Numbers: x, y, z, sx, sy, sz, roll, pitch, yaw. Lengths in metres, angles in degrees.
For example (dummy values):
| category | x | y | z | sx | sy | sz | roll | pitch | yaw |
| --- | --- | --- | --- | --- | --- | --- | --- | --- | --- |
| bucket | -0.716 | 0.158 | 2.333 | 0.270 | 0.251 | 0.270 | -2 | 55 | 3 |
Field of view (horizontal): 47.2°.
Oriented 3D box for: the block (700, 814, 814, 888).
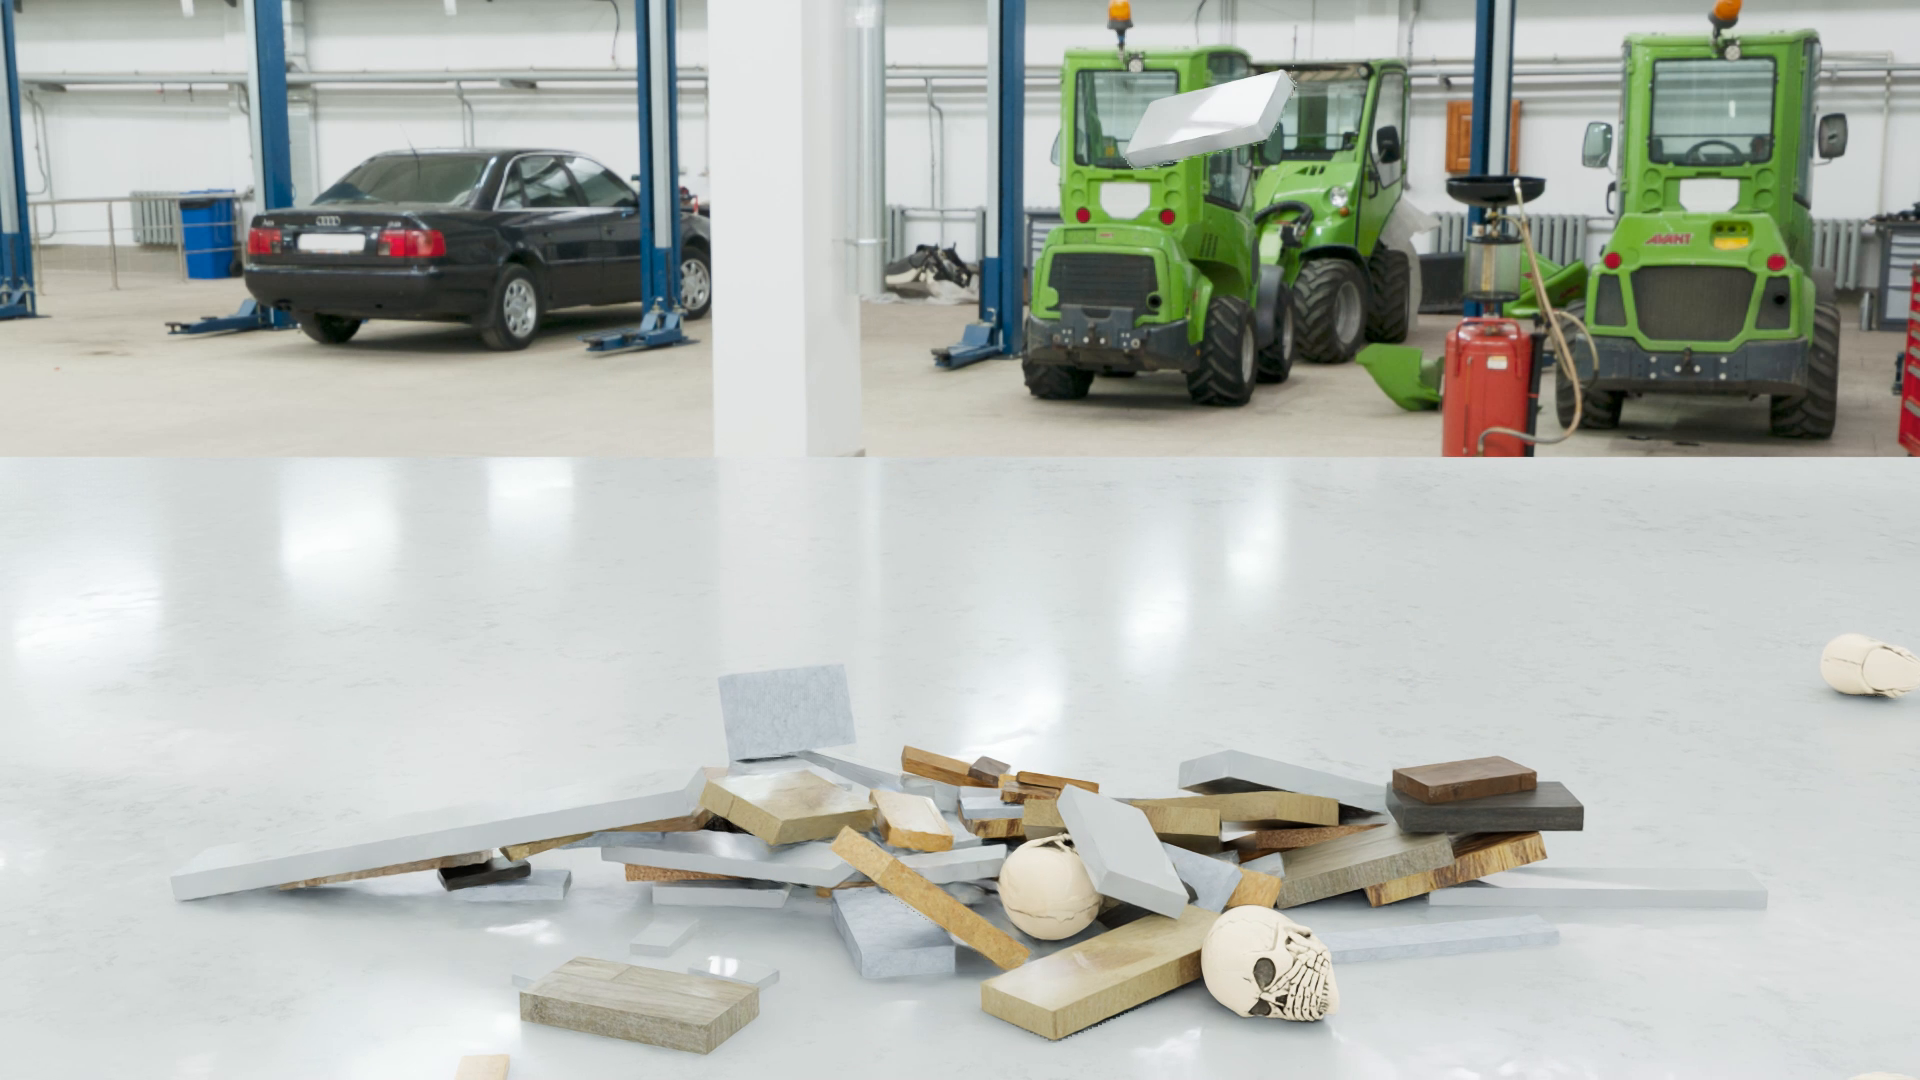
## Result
| category | x | y | z | sx | sy | sz | roll | pitch | yaw |
| --- | --- | --- | --- | --- | --- | --- | --- | --- | --- |
| block | -0.352 | 0.521 | 3.743 | 0.215 | 0.108 | 0.030 | 4 | 10 | 22 |

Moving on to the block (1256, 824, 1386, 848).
| category | x | y | z | sx | sy | sz | roll | pitch | yaw |
| --- | --- | --- | --- | --- | --- | --- | --- | --- | --- |
| block | 0.630 | 0.515 | 3.825 | 0.214 | 0.030 | 0.107 | 3 | -10 | -37 |

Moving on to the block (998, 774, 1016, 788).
| category | x | y | z | sx | sy | sz | roll | pitch | yaw |
| --- | --- | --- | --- | --- | --- | --- | --- | --- | --- |
| block | 0.143 | 0.461 | 4.134 | 0.093 | 0.026 | 0.185 | 3 | -7 | 18 |

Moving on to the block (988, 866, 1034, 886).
| category | x | y | z | sx | sy | sz | roll | pitch | yaw |
| --- | --- | --- | --- | --- | --- | --- | --- | --- | --- |
| block | 0.059 | 0.554 | 3.684 | 0.072 | 0.020 | 0.143 | 11 | -4 | -24 |

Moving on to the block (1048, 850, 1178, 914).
| category | x | y | z | sx | sy | sz | roll | pitch | yaw |
| --- | --- | --- | --- | --- | --- | --- | --- | --- | --- |
| block | 0.249 | 0.564 | 3.584 | 0.192 | 0.027 | 0.096 | 4 | 50 | 20 |

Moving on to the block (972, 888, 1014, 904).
| category | x | y | z | sx | sy | sz | roll | pitch | yaw |
| --- | --- | --- | --- | --- | --- | --- | --- | --- | --- |
| block | 0.035 | 0.587 | 3.647 | 0.101 | 0.014 | 0.050 | -2 | 11 | -9 |

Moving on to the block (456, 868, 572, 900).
| category | x | y | z | sx | sy | sz | roll | pitch | yaw |
| --- | --- | --- | --- | --- | --- | --- | --- | --- | --- |
| block | -0.745 | 0.576 | 3.676 | 0.176 | 0.025 | 0.088 | 0 | 11 | -1 |

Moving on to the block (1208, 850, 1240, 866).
| category | x | y | z | sx | sy | sz | roll | pitch | yaw |
| --- | --- | --- | --- | --- | --- | --- | --- | --- | --- |
| block | 0.394 | 0.552 | 3.693 | 0.143 | 0.020 | 0.072 | -14 | 2 | 16 |

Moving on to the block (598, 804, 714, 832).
| category | x | y | z | sx | sy | sz | roll | pitch | yaw |
| --- | --- | --- | --- | --- | --- | --- | --- | --- | --- |
| block | -0.507 | 0.459 | 3.662 | 0.176 | 0.025 | 0.088 | -1 | 12 | 14 |

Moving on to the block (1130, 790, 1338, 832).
| category | x | y | z | sx | sy | sz | roll | pitch | yaw |
| --- | --- | --- | --- | --- | --- | --- | --- | --- | --- |
| block | 0.472 | 0.474 | 3.810 | 0.165 | 0.047 | 0.329 | 12 | -16 | -41 |

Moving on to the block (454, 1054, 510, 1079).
| category | x | y | z | sx | sy | sz | roll | pitch | yaw |
| --- | --- | --- | --- | --- | --- | --- | --- | --- | --- |
| block | -0.638 | 0.719 | 2.924 | 0.064 | 0.018 | 0.128 | -1 | 11 | -5 |

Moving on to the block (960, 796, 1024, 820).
| category | x | y | z | sx | sy | sz | roll | pitch | yaw |
| --- | --- | --- | --- | --- | --- | --- | --- | --- | --- |
| block | 0.071 | 0.474 | 3.900 | 0.134 | 0.019 | 0.067 | -1 | 11 | -5 |

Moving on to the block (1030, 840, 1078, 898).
| category | x | y | z | sx | sy | sz | roll | pitch | yaw |
| --- | --- | --- | --- | --- | --- | --- | --- | --- | --- |
| block | 0.221 | 0.554 | 3.641 | 0.192 | 0.027 | 0.096 | 4 | 50 | 20 |

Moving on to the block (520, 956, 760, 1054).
| category | x | y | z | sx | sy | sz | roll | pitch | yaw |
| --- | --- | --- | --- | --- | --- | --- | --- | --- | --- |
| block | -0.459 | 0.664 | 3.151 | 0.305 | 0.043 | 0.153 | 5 | 11 | 23 |

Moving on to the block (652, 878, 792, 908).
| category | x | y | z | sx | sy | sz | roll | pitch | yaw |
| --- | --- | --- | --- | --- | --- | --- | --- | --- | --- |
| block | -0.394 | 0.576 | 3.658 | 0.215 | 0.030 | 0.108 | 1 | 11 | 5 |

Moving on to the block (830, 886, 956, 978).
| category | x | y | z | sx | sy | sz | roll | pitch | yaw |
| --- | --- | --- | --- | --- | --- | --- | --- | --- | --- |
| block | -0.109 | 0.610 | 3.450 | 0.143 | 0.041 | 0.286 | -2 | 11 | -12 |

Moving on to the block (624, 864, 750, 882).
| category | x | y | z | sx | sy | sz | roll | pitch | yaw |
| --- | --- | --- | --- | --- | --- | --- | --- | --- | --- |
| block | -0.440 | 0.535 | 3.678 | 0.215 | 0.030 | 0.108 | -3 | 12 | 11 |

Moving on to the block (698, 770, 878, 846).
| category | x | y | z | sx | sy | sz | roll | pitch | yaw |
| --- | --- | --- | --- | --- | --- | --- | --- | --- | --- |
| block | -0.280 | 0.440 | 3.636 | 0.154 | 0.044 | 0.308 | 24 | 9 | 26 |

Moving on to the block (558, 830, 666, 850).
| category | x | y | z | sx | sy | sz | roll | pitch | yaw |
| --- | --- | --- | --- | --- | --- | --- | --- | --- | --- |
| block | -0.581 | 0.486 | 3.690 | 0.176 | 0.025 | 0.088 | -5 | 12 | 2 |

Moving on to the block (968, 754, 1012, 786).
| category | x | y | z | sx | sy | sz | roll | pitch | yaw |
| --- | --- | --- | --- | --- | --- | --- | --- | --- | --- |
| block | 0.058 | 0.444 | 4.238 | 0.063 | 0.018 | 0.126 | 19 | 9 | 9 |

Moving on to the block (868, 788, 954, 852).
| category | x | y | z | sx | sy | sz | roll | pitch | yaw |
| --- | --- | --- | --- | --- | --- | --- | --- | --- | --- |
| block | -0.087 | 0.481 | 3.769 | 0.109 | 0.031 | 0.219 | 10 | 9 | -13 |

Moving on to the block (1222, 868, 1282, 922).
| category | x | y | z | sx | sy | sz | roll | pitch | yaw |
| --- | --- | --- | --- | --- | --- | --- | --- | --- | --- |
| block | 0.446 | 0.570 | 3.588 | 0.143 | 0.020 | 0.072 | 9 | 57 | 33 |

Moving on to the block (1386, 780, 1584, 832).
| category | x | y | z | sx | sy | sz | roll | pitch | yaw |
| --- | --- | --- | --- | --- | --- | --- | --- | --- | --- |
| block | 0.870 | 0.443 | 3.659 | 0.294 | 0.042 | 0.147 | 0 | 10 | 0 |

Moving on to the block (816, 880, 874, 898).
| category | x | y | z | sx | sy | sz | roll | pitch | yaw |
| --- | --- | --- | --- | --- | --- | --- | --- | --- | --- |
| block | -0.191 | 0.583 | 3.669 | 0.095 | 0.013 | 0.047 | 0 | 11 | 1 |

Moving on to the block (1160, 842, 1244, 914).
| category | x | y | z | sx | sy | sz | roll | pitch | yaw |
| --- | --- | --- | --- | --- | --- | --- | --- | --- | --- |
| block | 0.363 | 0.558 | 3.610 | 0.192 | 0.027 | 0.096 | 12 | 58 | 47 |

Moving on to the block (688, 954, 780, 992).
| category | x | y | z | sx | sy | sz | roll | pitch | yaw |
| --- | --- | --- | --- | --- | --- | --- | --- | --- | --- |
| block | -0.339 | 0.651 | 3.295 | 0.124 | 0.018 | 0.062 | 6 | 12 | 30 |

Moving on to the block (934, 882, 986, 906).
| category | x | y | z | sx | sy | sz | roll | pitch | yaw |
| --- | --- | --- | --- | --- | --- | --- | --- | --- | --- |
| block | -0.015 | 0.577 | 3.620 | 0.101 | 0.014 | 0.050 | 7 | 13 | 32 |

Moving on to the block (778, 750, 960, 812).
| category | x | y | z | sx | sy | sz | roll | pitch | yaw |
| --- | --- | --- | --- | --- | --- | --- | --- | --- | --- |
| block | -0.173 | 0.449 | 4.157 | 0.335 | 0.047 | 0.167 | 10 | -5 | 42 |

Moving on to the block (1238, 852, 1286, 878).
| category | x | y | z | sx | sy | sz | roll | pitch | yaw |
| --- | --- | --- | --- | --- | --- | --- | --- | --- | --- |
| block | 0.467 | 0.559 | 3.648 | 0.143 | 0.020 | 0.072 | -19 | 8 | 9 |

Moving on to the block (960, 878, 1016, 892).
| category | x | y | z | sx | sy | sz | roll | pitch | yaw |
| --- | --- | --- | --- | --- | --- | --- | --- | --- | --- |
| block | 0.036 | 0.566 | 3.644 | 0.101 | 0.014 | 0.050 | 7 | -5 | 33 |

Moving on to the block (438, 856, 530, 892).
| category | x | y | z | sx | sy | sz | roll | pitch | yaw |
| --- | --- | --- | --- | --- | --- | --- | --- | --- | --- |
| block | -0.793 | 0.553 | 3.664 | 0.140 | 0.020 | 0.070 | -8 | 11 | -24 |

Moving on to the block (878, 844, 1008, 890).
| category | x | y | z | sx | sy | sz | roll | pitch | yaw |
| --- | --- | --- | --- | --- | --- | --- | --- | --- | --- |
| block | -0.028 | 0.535 | 3.599 | 0.209 | 0.030 | 0.104 | -7 | 4 | 2 |
